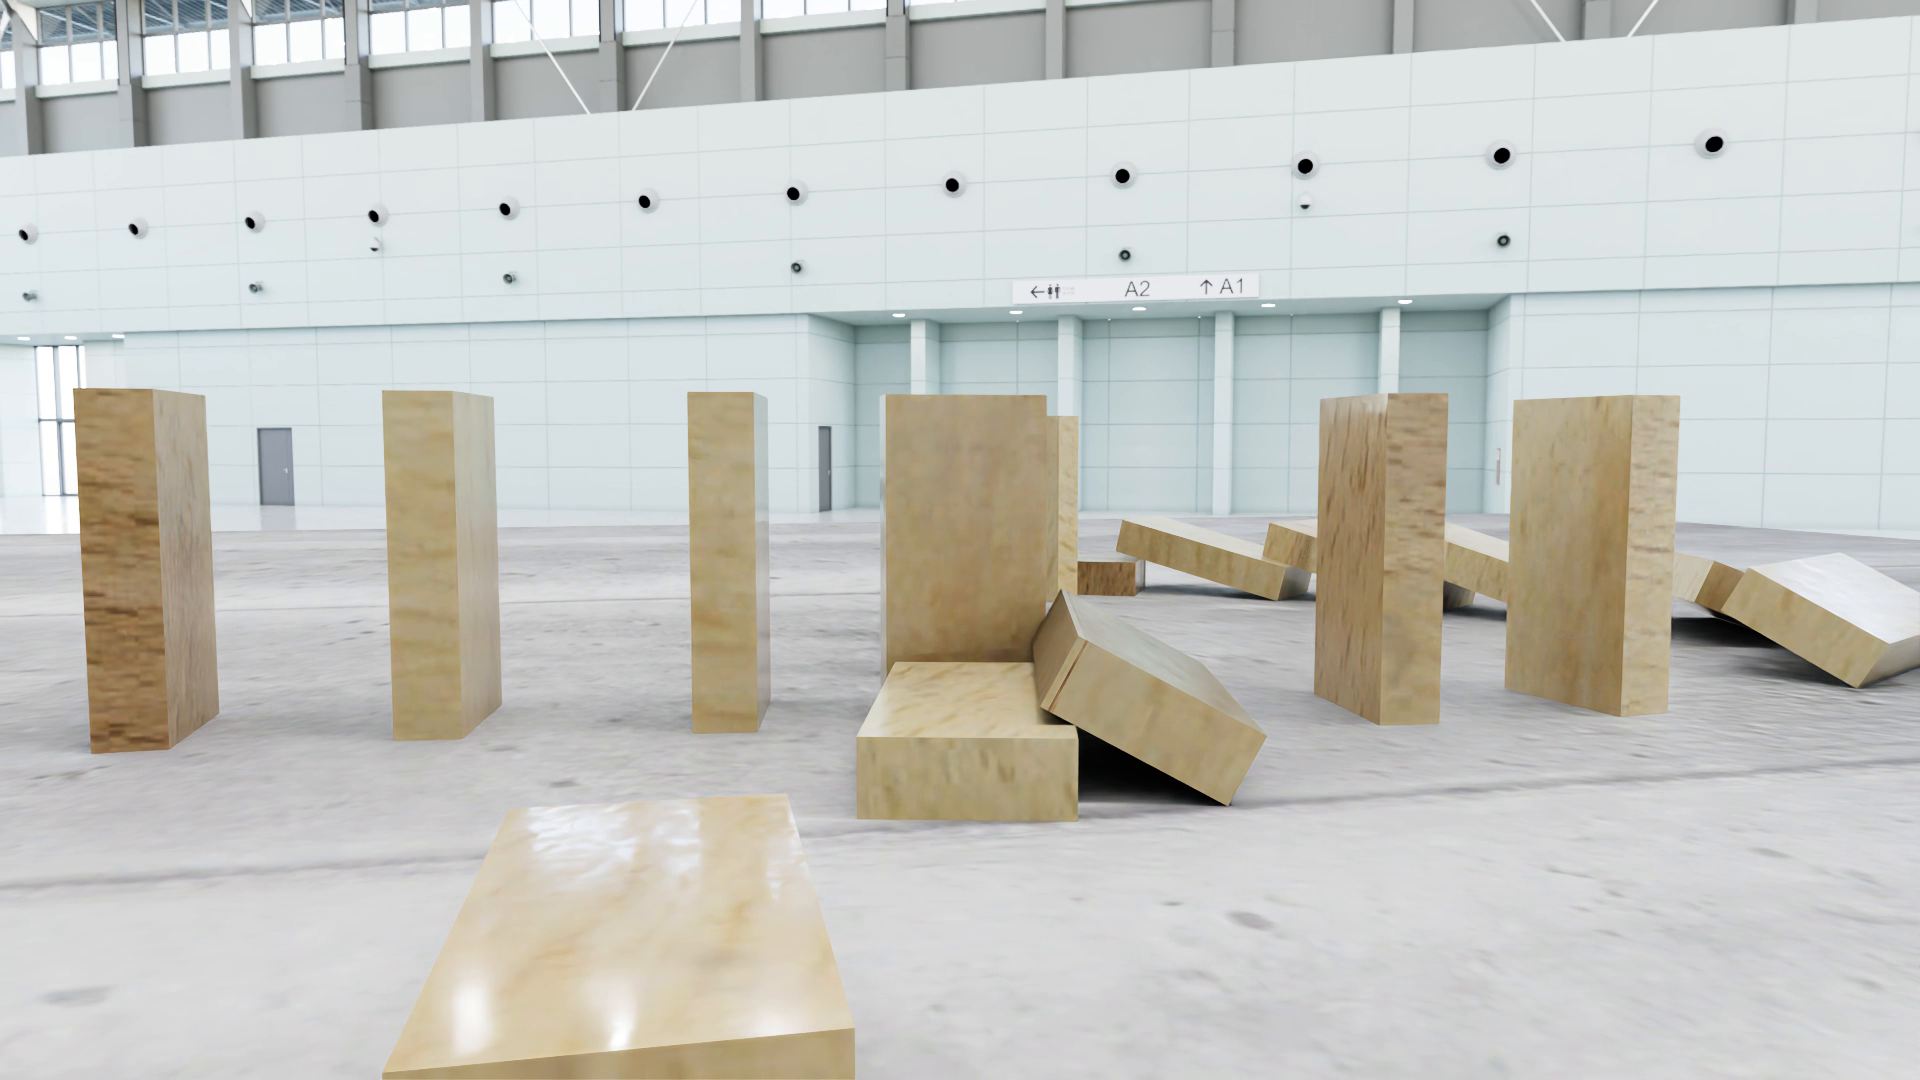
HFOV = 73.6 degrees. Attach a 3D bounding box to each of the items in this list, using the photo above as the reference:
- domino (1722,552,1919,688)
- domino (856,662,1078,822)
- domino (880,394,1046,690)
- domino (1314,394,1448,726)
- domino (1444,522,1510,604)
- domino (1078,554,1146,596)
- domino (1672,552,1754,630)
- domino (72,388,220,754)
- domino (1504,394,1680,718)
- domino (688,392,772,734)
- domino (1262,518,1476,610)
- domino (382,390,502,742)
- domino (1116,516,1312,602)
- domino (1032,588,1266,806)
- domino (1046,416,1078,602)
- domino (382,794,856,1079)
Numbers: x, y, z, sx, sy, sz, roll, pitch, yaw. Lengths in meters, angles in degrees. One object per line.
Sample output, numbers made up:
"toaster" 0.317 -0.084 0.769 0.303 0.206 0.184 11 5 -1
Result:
"domino" 0.170 0.014 0.245 0.050 0.010 0.025 -4 33 -39
"domino" 0.002 0.025 0.170 0.025 0.010 0.050 0 4 2
"domino" 0.000 0.002 0.203 0.025 0.050 0.009 -1 4 -9
"domino" 0.067 0.002 0.205 0.009 0.050 0.025 -1 4 -7
"domino" 0.136 0.008 0.319 0.025 0.009 0.050 -2 19 -40
"domino" 0.028 0.010 0.376 0.050 0.009 0.025 1 4 15
"domino" 0.171 0.012 0.291 0.025 0.009 0.050 23 8 8
"domino" -0.118 0.003 0.188 0.009 0.050 0.025 -1 4 -16
"domino" 0.103 0.002 0.211 0.009 0.050 0.025 -1 5 -19
"domino" -0.035 0.003 0.200 0.010 0.050 0.025 0 4 -4
"domino" 0.111 0.006 0.347 0.025 0.009 0.050 -4 19 -44
"domino" -0.078 0.003 0.195 0.009 0.050 0.025 -1 4 -7
"domino" 0.073 0.005 0.370 0.050 0.009 0.025 18 13 31
"domino" 0.024 0.019 0.175 0.025 0.009 0.050 28 5 0
"domino" 0.019 -0.009 0.354 0.025 0.050 0.009 3 5 38
"domino" -0.023 0.031 0.095 0.025 0.010 0.050 -1 4 -12
